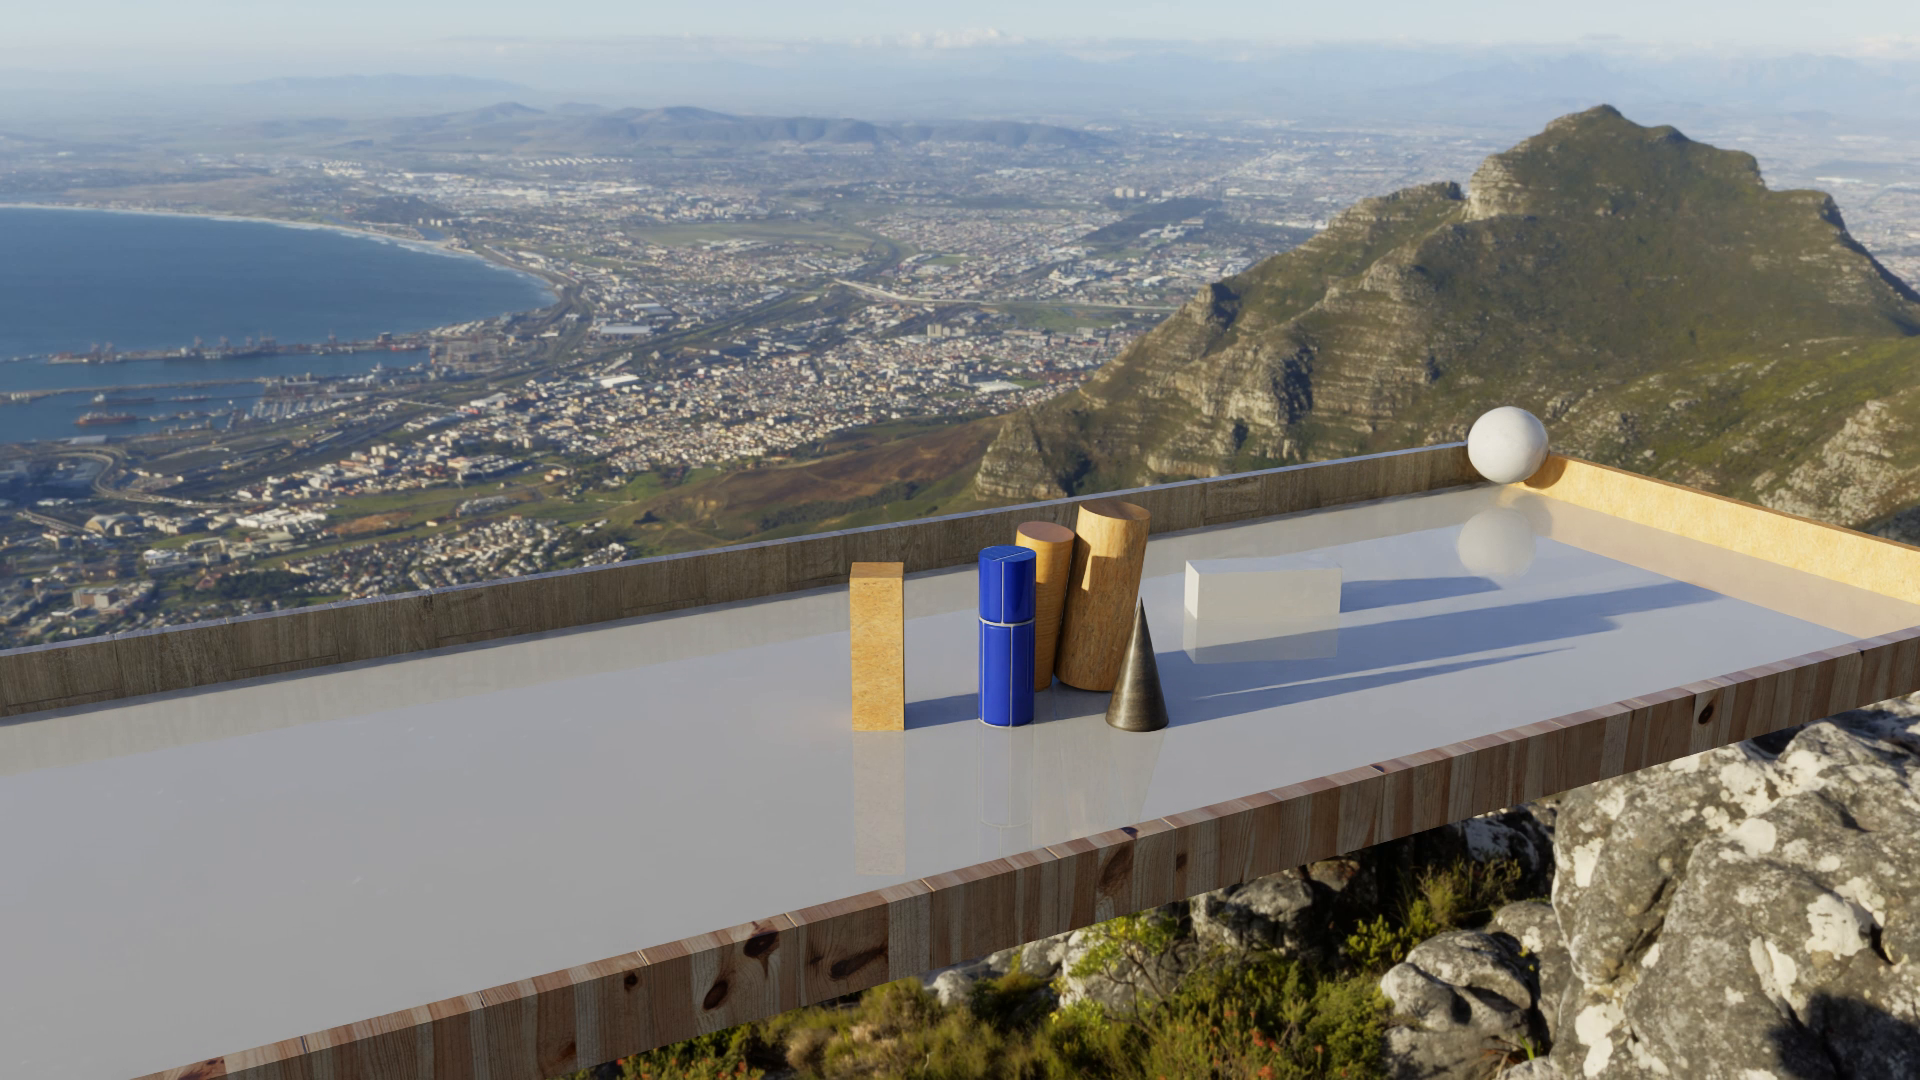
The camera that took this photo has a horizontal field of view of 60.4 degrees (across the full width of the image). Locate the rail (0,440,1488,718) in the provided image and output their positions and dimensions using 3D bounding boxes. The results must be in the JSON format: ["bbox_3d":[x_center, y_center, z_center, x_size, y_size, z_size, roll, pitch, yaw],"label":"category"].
[{"bbox_3d":[-3.305,0.497,3.399,12.000,0.150,0.050,-9,18,-27],"label":"rail"}]

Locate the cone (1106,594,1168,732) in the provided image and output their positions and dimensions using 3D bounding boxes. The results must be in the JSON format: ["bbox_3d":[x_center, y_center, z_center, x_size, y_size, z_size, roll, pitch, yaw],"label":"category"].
[{"bbox_3d":[0.419,0.276,3.862,0.150,0.312,0.150,0,16,0],"label":"cone"}]

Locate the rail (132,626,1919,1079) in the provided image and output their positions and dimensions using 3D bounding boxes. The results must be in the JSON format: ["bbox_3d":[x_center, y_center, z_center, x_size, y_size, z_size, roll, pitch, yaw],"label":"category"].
[{"bbox_3d":[-2.336,1.006,1.665,12.000,0.150,0.050,-9,18,-27],"label":"rail"}]

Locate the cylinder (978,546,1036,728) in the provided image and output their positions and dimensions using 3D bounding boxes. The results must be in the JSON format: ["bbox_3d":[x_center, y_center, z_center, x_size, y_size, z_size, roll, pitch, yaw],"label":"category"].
[{"bbox_3d":[0.110,0.226,3.866,0.133,0.406,0.133,0,16,0],"label":"cylinder"}]

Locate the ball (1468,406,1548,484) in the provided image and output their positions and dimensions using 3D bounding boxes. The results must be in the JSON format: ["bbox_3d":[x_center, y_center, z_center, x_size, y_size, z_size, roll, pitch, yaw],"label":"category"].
[{"bbox_3d":[1.939,-0.336,5.837,0.274,0.274,0.274,0,16,0],"label":"ball"}]

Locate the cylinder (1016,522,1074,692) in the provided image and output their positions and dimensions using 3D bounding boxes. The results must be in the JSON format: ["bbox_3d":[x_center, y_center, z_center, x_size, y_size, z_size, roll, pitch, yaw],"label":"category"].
[{"bbox_3d":[0.184,0.164,4.063,0.139,0.397,0.139,6,21,-2],"label":"cylinder"}]

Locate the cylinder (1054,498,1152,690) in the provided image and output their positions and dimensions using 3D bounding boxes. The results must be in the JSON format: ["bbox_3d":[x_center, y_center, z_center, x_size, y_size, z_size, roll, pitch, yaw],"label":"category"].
[{"bbox_3d":[0.350,0.135,4.081,0.176,0.441,0.176,7,16,-2],"label":"cylinder"}]

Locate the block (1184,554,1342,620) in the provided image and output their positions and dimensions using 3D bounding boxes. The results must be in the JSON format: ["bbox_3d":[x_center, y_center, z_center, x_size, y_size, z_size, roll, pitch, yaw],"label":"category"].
[{"bbox_3d":[0.857,0.132,4.670,0.413,0.132,0.132,-2,17,-7],"label":"block"}]

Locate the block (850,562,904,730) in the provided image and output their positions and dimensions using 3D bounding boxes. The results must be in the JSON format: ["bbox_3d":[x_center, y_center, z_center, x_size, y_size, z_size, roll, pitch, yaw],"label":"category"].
[{"bbox_3d":[-0.191,0.248,3.848,0.119,0.374,0.119,0,16,0],"label":"block"}]

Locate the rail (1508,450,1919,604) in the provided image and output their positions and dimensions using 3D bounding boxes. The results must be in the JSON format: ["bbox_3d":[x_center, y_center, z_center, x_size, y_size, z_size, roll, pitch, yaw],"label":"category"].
[{"bbox_3d":[2.466,-0.048,5.253,0.050,0.150,2.100,-9,18,-27],"label":"rail"}]
